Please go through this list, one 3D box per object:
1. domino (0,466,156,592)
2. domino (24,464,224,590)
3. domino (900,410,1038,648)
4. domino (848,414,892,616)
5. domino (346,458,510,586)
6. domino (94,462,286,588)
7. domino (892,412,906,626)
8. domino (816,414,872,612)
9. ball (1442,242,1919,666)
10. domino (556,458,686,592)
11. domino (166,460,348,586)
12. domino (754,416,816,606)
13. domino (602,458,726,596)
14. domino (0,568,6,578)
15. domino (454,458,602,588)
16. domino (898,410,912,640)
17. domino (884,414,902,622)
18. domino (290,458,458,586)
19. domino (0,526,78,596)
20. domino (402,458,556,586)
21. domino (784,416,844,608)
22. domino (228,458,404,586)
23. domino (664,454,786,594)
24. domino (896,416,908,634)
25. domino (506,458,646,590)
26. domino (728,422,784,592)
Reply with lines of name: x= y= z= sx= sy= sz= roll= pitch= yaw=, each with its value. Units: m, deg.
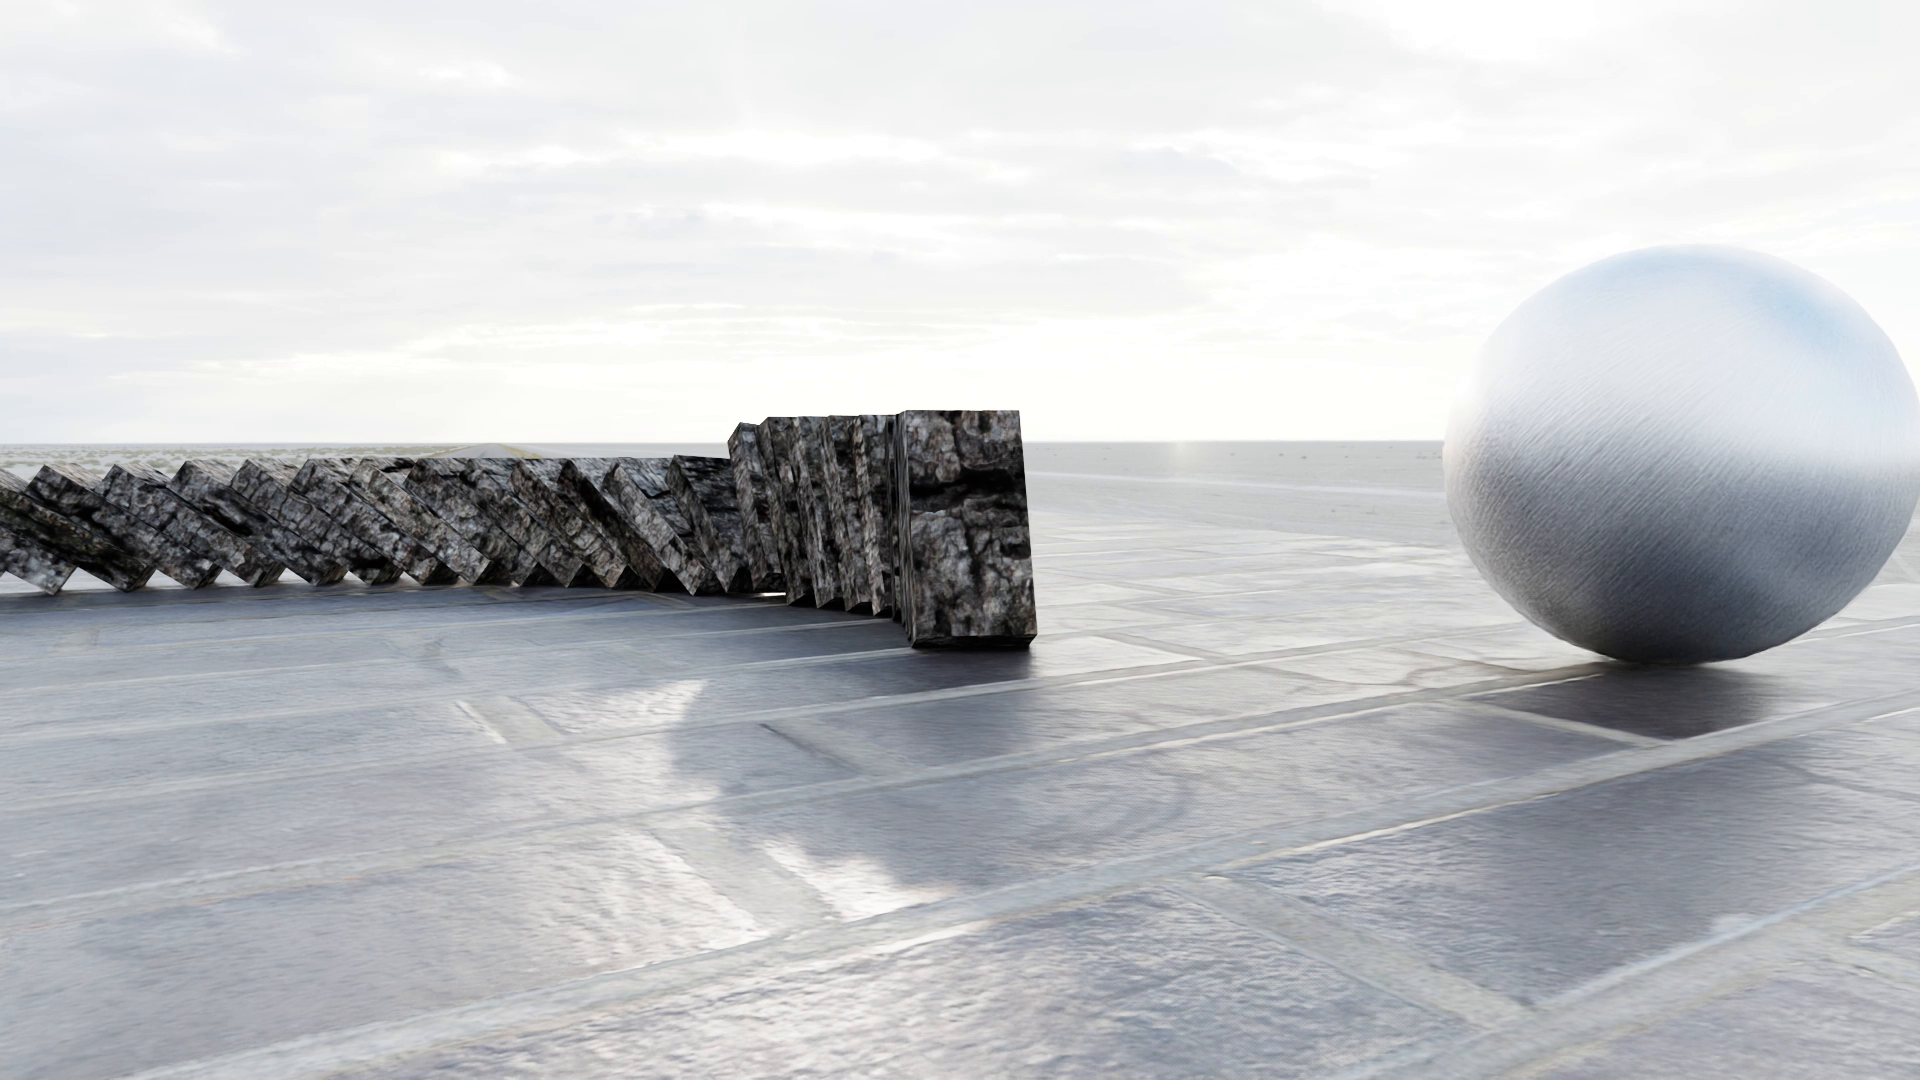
domino: x=-0.259 y=-0.003 z=0.370 sx=0.050 sy=0.009 sz=0.025 roll=36 pitch=-9 yaw=-20
domino: x=-0.244 y=-0.004 z=0.378 sx=0.050 sy=0.010 sz=0.025 roll=36 pitch=-7 yaw=-17
domino: x=0.001 y=-0.003 z=0.273 sx=0.025 sy=0.050 sz=0.009 roll=-1 pitch=-18 yaw=-9
domino: x=-0.012 y=-0.007 z=0.325 sx=0.025 sy=0.050 sz=0.010 roll=-2 pitch=-17 yaw=-24
domino: x=-0.161 y=-0.006 z=0.398 sx=0.050 sy=0.010 sz=0.025 roll=38 pitch=8 yaw=3
domino: x=-0.228 y=-0.005 z=0.385 sx=0.050 sy=0.010 sz=0.025 roll=36 pitch=-5 yaw=-15
domino: x=-0.002 y=-0.005 z=0.304 sx=0.025 sy=0.050 sz=0.010 roll=-1 pitch=-18 yaw=-9
domino: x=-0.020 y=-0.007 z=0.333 sx=0.025 sy=0.050 sz=0.009 roll=-2 pitch=-17 yaw=-29
ball: x=0.135 y=-0.016 z=0.246 sx=0.080 sy=0.080 sz=0.080 roll=0 pitch=4 yaw=0
domino: x=-0.095 y=-0.005 z=0.384 sx=0.050 sy=0.009 sz=0.025 roll=44 pitch=24 yaw=22
domino: x=-0.211 y=-0.006 z=0.391 sx=0.050 sy=0.009 sz=0.025 roll=37 pitch=-1 yaw=-9
domino: x=-0.038 y=-0.008 z=0.348 sx=0.025 sy=0.050 sz=0.009 roll=-3 pitch=-17 yaw=-35
domino: x=-0.081 y=-0.005 z=0.377 sx=0.050 sy=0.010 sz=0.025 roll=46 pitch=28 yaw=25
domino: x=-0.286 y=-0.002 z=0.343 sx=0.050 sy=0.010 sz=0.025 roll=40 pitch=-22 yaw=-34
domino: x=-0.128 y=-0.006 z=0.394 sx=0.050 sy=0.010 sz=0.025 roll=40 pitch=15 yaw=12
domino: x=0.000 y=-0.004 z=0.283 sx=0.025 sy=0.050 sz=0.009 roll=-1 pitch=-18 yaw=-9
domino: x=-0.005 y=-0.006 z=0.314 sx=0.025 sy=0.050 sz=0.010 roll=-1 pitch=-18 yaw=-9
domino: x=-0.178 y=-0.006 z=0.397 sx=0.050 sy=0.009 sz=0.025 roll=38 pitch=5 yaw=0
domino: x=-0.274 y=-0.003 z=0.358 sx=0.050 sy=0.009 sz=0.025 roll=37 pitch=-16 yaw=-27
domino: x=-0.144 y=-0.006 z=0.397 sx=0.050 sy=0.009 sz=0.025 roll=39 pitch=12 yaw=9
domino: x=-0.029 y=-0.008 z=0.341 sx=0.025 sy=0.050 sz=0.010 roll=-3 pitch=-17 yaw=-33
domino: x=-0.195 y=-0.006 z=0.394 sx=0.050 sy=0.009 sz=0.025 roll=37 pitch=1 yaw=-6
domino: x=-0.064 y=-0.005 z=0.371 sx=0.025 sy=0.010 sz=0.050 roll=2 pitch=39 yaw=-40
domino: x=-0.001 y=-0.004 z=0.293 sx=0.025 sy=0.050 sz=0.009 roll=-1 pitch=-18 yaw=-9
domino: x=-0.111 y=-0.006 z=0.390 sx=0.050 sy=0.010 sz=0.025 roll=42 pitch=20 yaw=17
domino: x=-0.048 y=-0.009 z=0.361 sx=0.025 sy=0.050 sz=0.010 roll=6 pitch=-36 yaw=-33
